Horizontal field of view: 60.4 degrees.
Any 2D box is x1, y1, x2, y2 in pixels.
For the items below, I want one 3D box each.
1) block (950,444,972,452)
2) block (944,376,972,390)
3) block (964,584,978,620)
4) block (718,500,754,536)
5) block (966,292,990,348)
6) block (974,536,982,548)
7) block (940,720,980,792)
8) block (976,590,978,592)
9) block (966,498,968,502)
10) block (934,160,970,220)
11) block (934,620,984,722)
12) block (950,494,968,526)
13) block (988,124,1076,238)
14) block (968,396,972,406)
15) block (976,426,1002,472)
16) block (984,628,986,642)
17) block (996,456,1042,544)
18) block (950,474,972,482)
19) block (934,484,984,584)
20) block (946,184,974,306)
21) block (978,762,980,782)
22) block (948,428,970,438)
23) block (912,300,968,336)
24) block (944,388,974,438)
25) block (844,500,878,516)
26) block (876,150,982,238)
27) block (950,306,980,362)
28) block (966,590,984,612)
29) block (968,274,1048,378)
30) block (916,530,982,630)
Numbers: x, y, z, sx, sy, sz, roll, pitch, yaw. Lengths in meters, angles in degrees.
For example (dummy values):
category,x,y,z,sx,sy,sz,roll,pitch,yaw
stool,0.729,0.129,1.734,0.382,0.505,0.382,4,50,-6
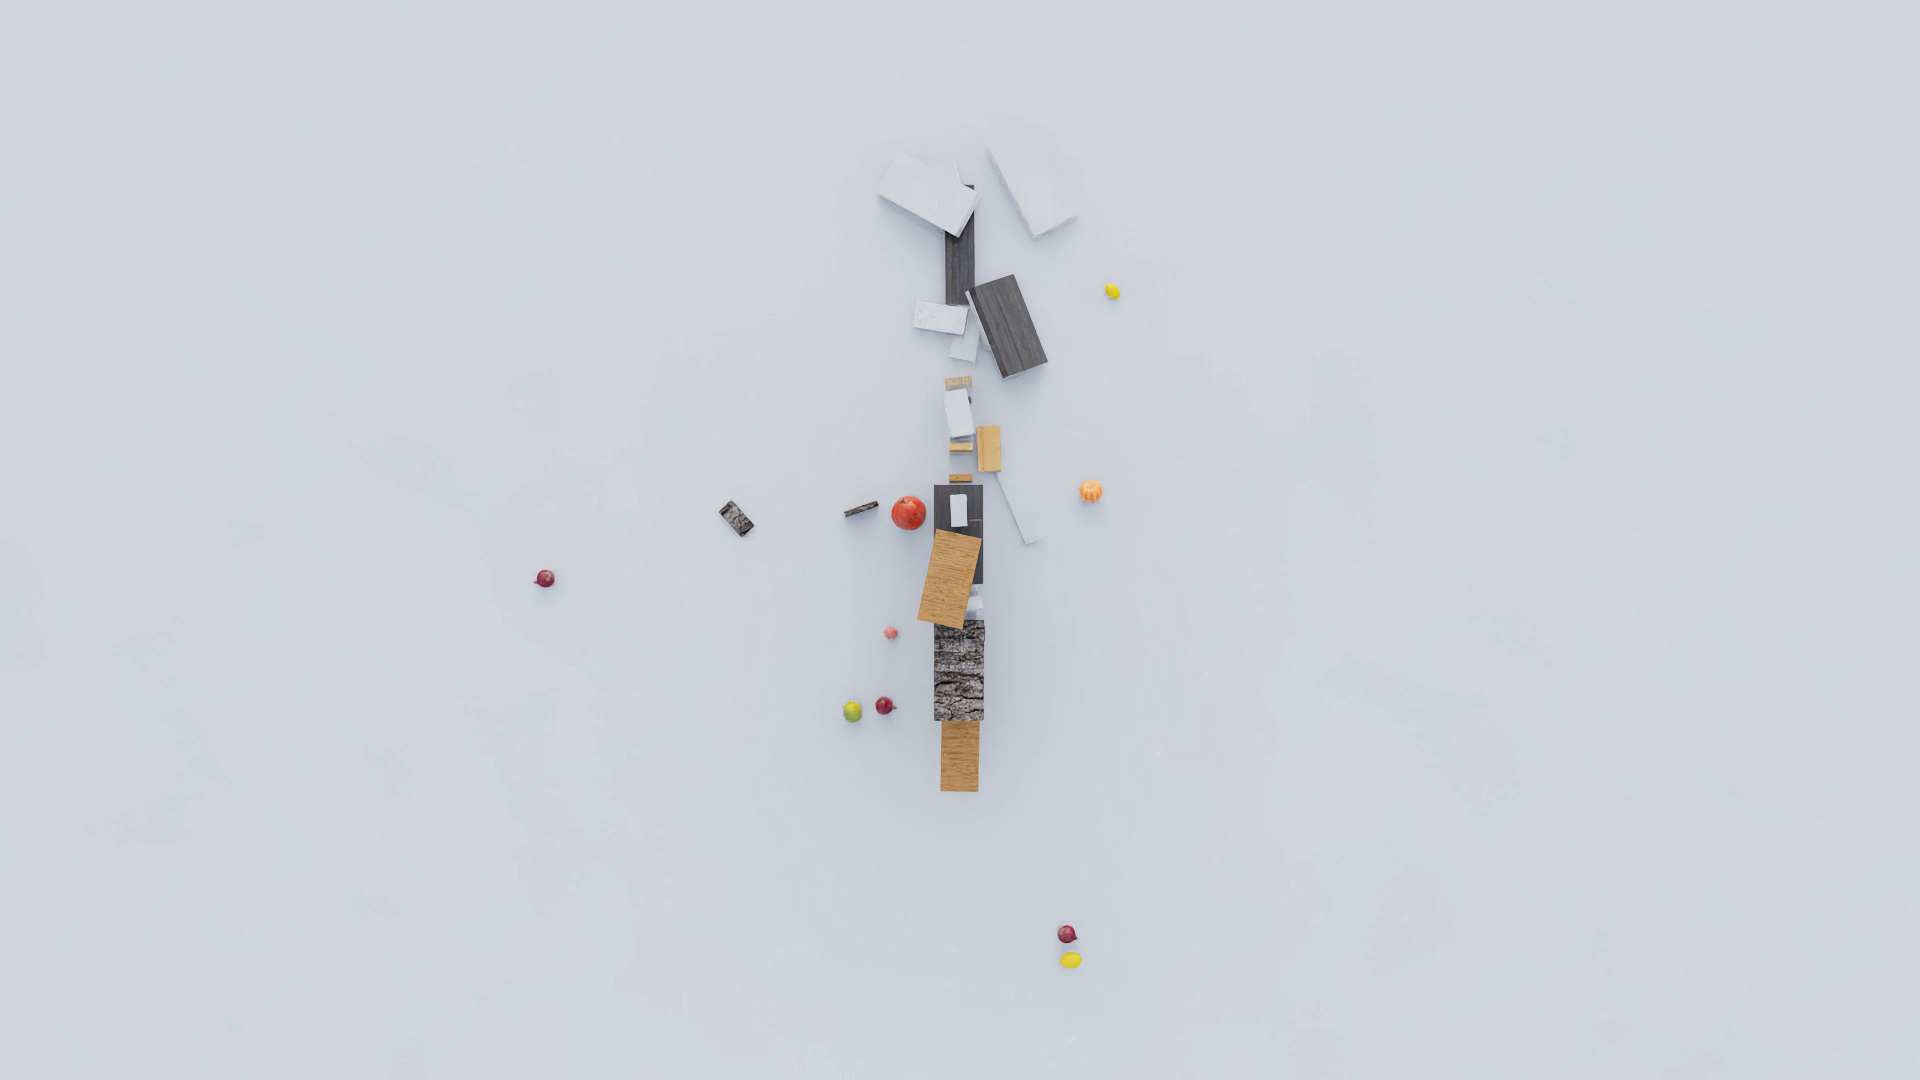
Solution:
category,x,y,z,sx,sy,sz,roll,pitch,yaw
block,0.003,-0.304,5.424,0.076,0.151,0.021,0,90,0
block,-0.005,-0.514,5.413,0.087,0.175,0.025,-7,90,0
block,-0.001,0.252,5.265,0.110,0.031,0.220,-1,90,0
block,-0.744,-0.071,5.492,0.057,0.016,0.114,-42,90,0
block,0.100,-0.745,5.466,0.098,0.028,0.196,-22,91,-23
block,-0.001,0.007,5.010,0.136,0.272,0.039,0,90,0
block,0.000,0.659,5.110,0.118,0.033,0.236,1,90,0
block,0.000,0.179,5.390,0.110,0.220,0.031,0,90,0
block,-0.002,-0.123,5.097,0.048,0.096,0.014,0,90,0
block,-0.041,-1.143,5.455,0.098,0.028,0.196,-15,86,14
block,-0.003,0.389,4.929,0.149,0.042,0.299,0,90,0
block,-0.004,-0.090,5.042,0.048,0.014,0.096,-3,90,0
block,0.239,-1.191,5.478,0.156,0.044,0.339,-28,90,0
block,0.000,-0.453,5.425,0.074,0.148,0.021,-7,92,0
block,0.097,-0.303,5.479,0.076,0.021,0.151,-3,83,2
block,0.001,0.285,5.100,0.149,0.299,0.042,-1,90,0
block,0.189,-0.132,5.492,0.057,0.016,0.296,-23,90,0
block,0.003,-0.203,5.424,0.076,0.151,0.021,0,90,0
block,-0.005,-0.017,5.167,0.155,0.044,0.311,0,90,0
block,0.000,-0.981,5.486,0.098,0.028,0.396,0,90,0
block,0.003,0.738,5.313,0.118,0.373,0.033,0,90,0
block,0.000,-0.356,5.426,0.074,0.149,0.021,-7,90,0
block,-0.064,-0.736,5.472,0.175,0.025,0.087,11,90,11
block,-0.003,-0.412,5.341,0.074,0.021,0.149,-11,90,0
block,-0.328,-0.104,5.471,0.114,0.057,0.016,-19,90,0
block,-0.103,-1.140,5.434,0.312,0.044,0.156,31,98,13
block,0.021,-0.686,5.488,0.087,0.025,0.175,10,90,0
block,-0.001,0.195,5.061,0.136,0.376,0.039,-12,90,0
block,0.160,-0.706,5.446,0.156,0.044,0.312,-22,91,-23
block,-0.031,0.115,4.854,0.136,0.039,0.272,12,90,0
